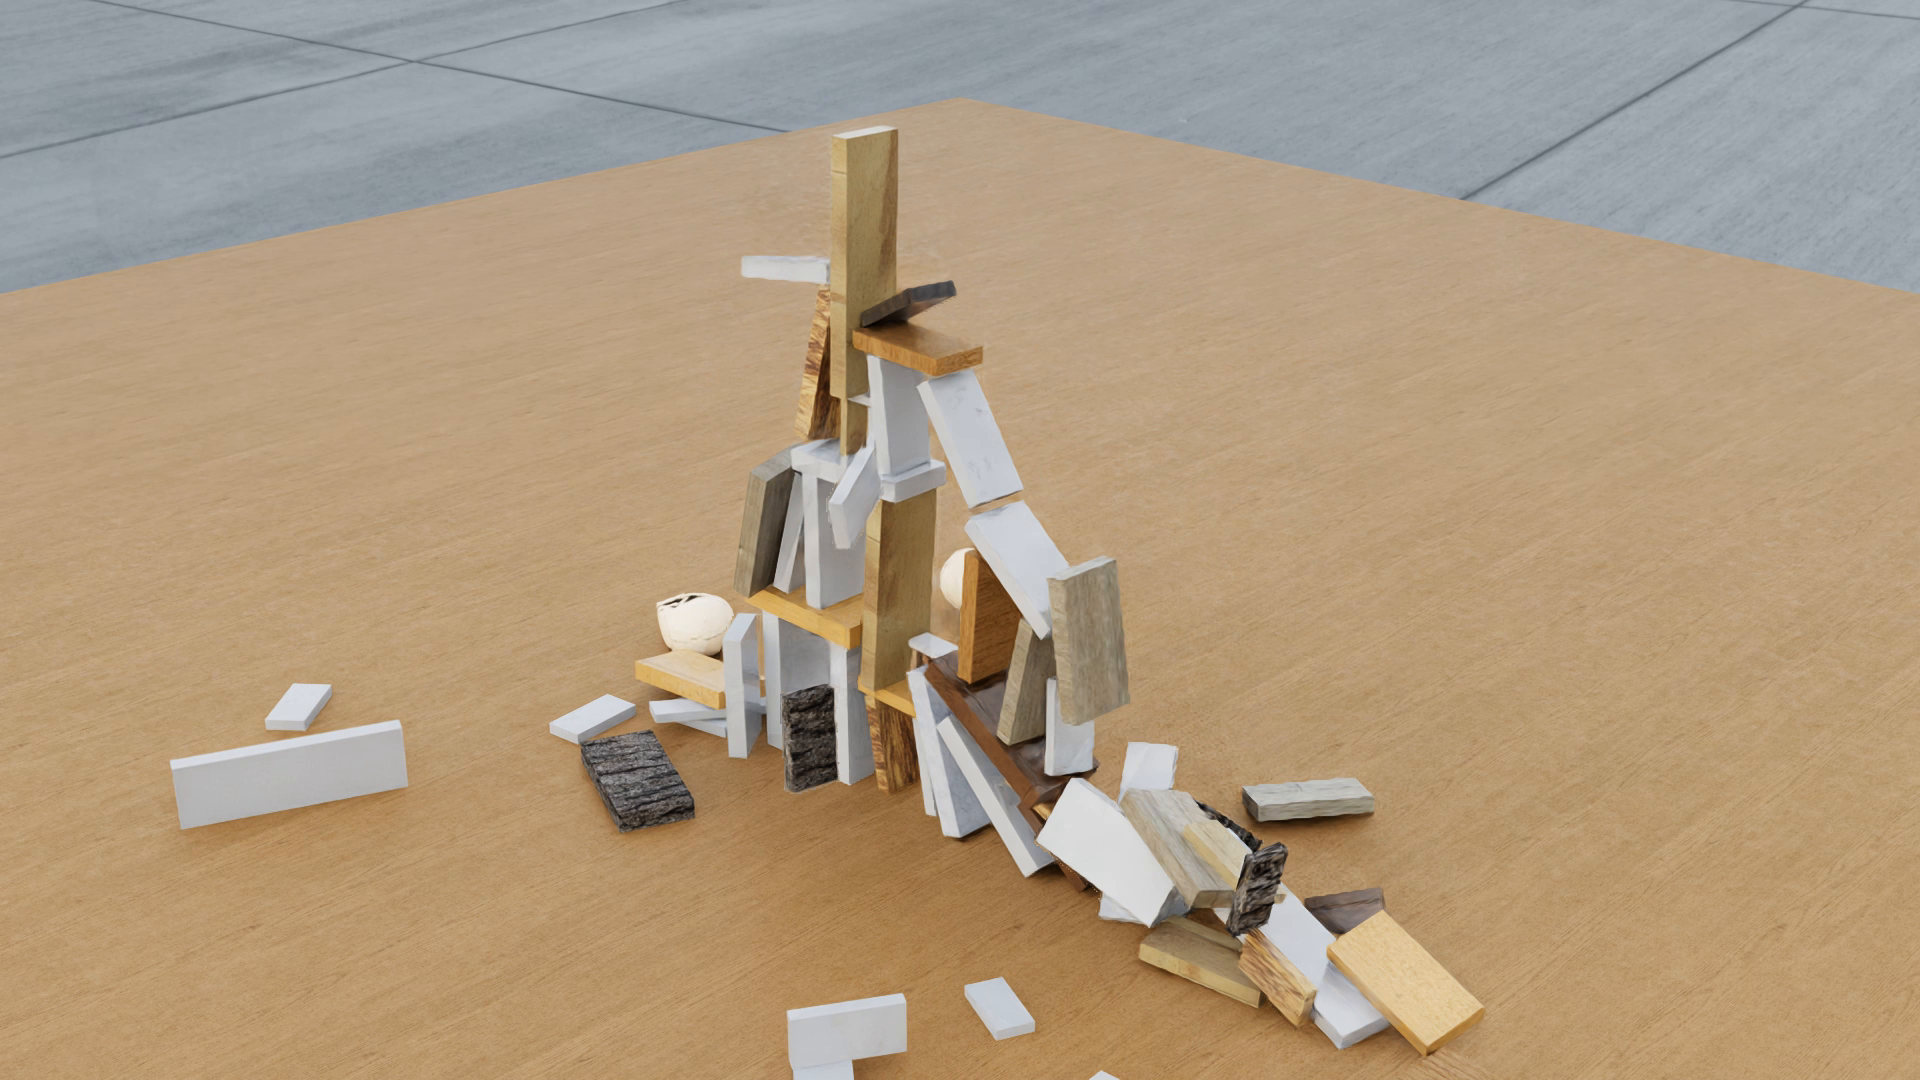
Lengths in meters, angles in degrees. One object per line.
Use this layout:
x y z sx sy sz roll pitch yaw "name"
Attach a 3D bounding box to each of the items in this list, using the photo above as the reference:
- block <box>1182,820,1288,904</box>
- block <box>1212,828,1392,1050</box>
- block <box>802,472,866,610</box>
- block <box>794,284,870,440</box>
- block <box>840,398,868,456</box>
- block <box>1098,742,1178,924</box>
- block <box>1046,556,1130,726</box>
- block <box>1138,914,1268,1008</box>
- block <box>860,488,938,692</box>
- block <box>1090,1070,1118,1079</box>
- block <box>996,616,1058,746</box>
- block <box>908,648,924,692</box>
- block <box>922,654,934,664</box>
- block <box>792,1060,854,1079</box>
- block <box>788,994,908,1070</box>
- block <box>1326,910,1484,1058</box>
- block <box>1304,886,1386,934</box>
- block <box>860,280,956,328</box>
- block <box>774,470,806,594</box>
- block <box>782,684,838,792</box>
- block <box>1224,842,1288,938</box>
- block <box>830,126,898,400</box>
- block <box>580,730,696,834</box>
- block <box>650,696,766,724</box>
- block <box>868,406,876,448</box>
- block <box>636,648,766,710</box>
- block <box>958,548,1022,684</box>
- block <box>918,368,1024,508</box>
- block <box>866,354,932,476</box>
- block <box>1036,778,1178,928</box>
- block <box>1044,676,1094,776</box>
0.487 0.574 3.908 0.082 0.023 0.203 0 33 -40 "block"
0.573 0.700 3.910 0.126 0.036 0.501 -20 41 -23 "block"
-0.250 -0.017 4.475 0.041 0.291 0.145 20 30 39 "block"
-0.234 -0.355 4.377 0.154 0.309 0.044 -9 29 -44 "block"
-0.209 -0.229 4.340 0.016 0.115 0.058 21 29 37 "block"
0.336 0.546 4.116 0.093 0.026 0.339 4 68 20 "block"
0.237 0.185 4.029 0.140 0.281 0.040 -20 21 -39 "block"
0.455 0.750 3.931 0.240 0.034 0.120 18 28 30 "block"
-0.123 0.089 4.388 0.145 0.425 0.041 -20 34 -39 "block"
0.149 0.963 3.448 0.120 0.034 0.399 18 29 37 "block"
0.153 0.253 4.146 0.132 0.265 0.037 -14 37 -37 "block"
-0.076 0.255 4.414 0.050 0.101 0.014 -20 38 -39 "block"
-0.043 0.269 4.381 0.050 0.101 0.014 -21 15 -41 "block"
-0.216 0.918 3.561 0.098 0.028 0.267 -3 23 -6 "block"
-0.187 0.814 3.646 0.195 0.098 0.028 -6 24 -14 "block"
0.759 0.756 3.759 0.126 0.036 0.252 -29 48 -20 "block"
0.698 0.674 3.979 0.141 0.071 0.020 -12 -16 19 "block"
-0.099 -0.444 4.146 0.098 0.028 0.196 -14 -1 -31 "block"
-0.306 -0.035 4.534 0.039 0.275 0.138 28 33 24 "block"
-0.289 0.382 4.245 0.098 0.196 0.028 -15 25 -30 "block"
0.508 0.600 3.768 0.082 0.165 0.023 -15 38 -36 "block"
-0.184 -0.529 4.211 0.040 0.505 0.142 19 28 37 "block"
-0.668 0.494 4.540 0.154 0.044 0.326 -9 25 -21 "block"
-0.421 0.358 4.838 0.515 0.021 0.072 -3 20 -18 "block"
-0.153 -0.209 4.292 0.016 0.115 0.058 20 29 38 "block"
-0.575 0.307 4.884 0.284 0.040 0.142 15 20 41 "block"
0.062 0.132 4.201 0.132 0.265 0.037 -20 34 -40 "block"
0.020 -0.191 4.114 0.118 0.249 0.033 -19 -7 -41 "block"
-0.116 -0.254 4.239 0.033 0.236 0.118 11 24 40 "block"
0.286 0.573 4.053 0.281 0.140 0.040 35 13 30 "block"
0.209 0.349 4.163 0.093 0.186 0.026 -6 13 -33 "block"
